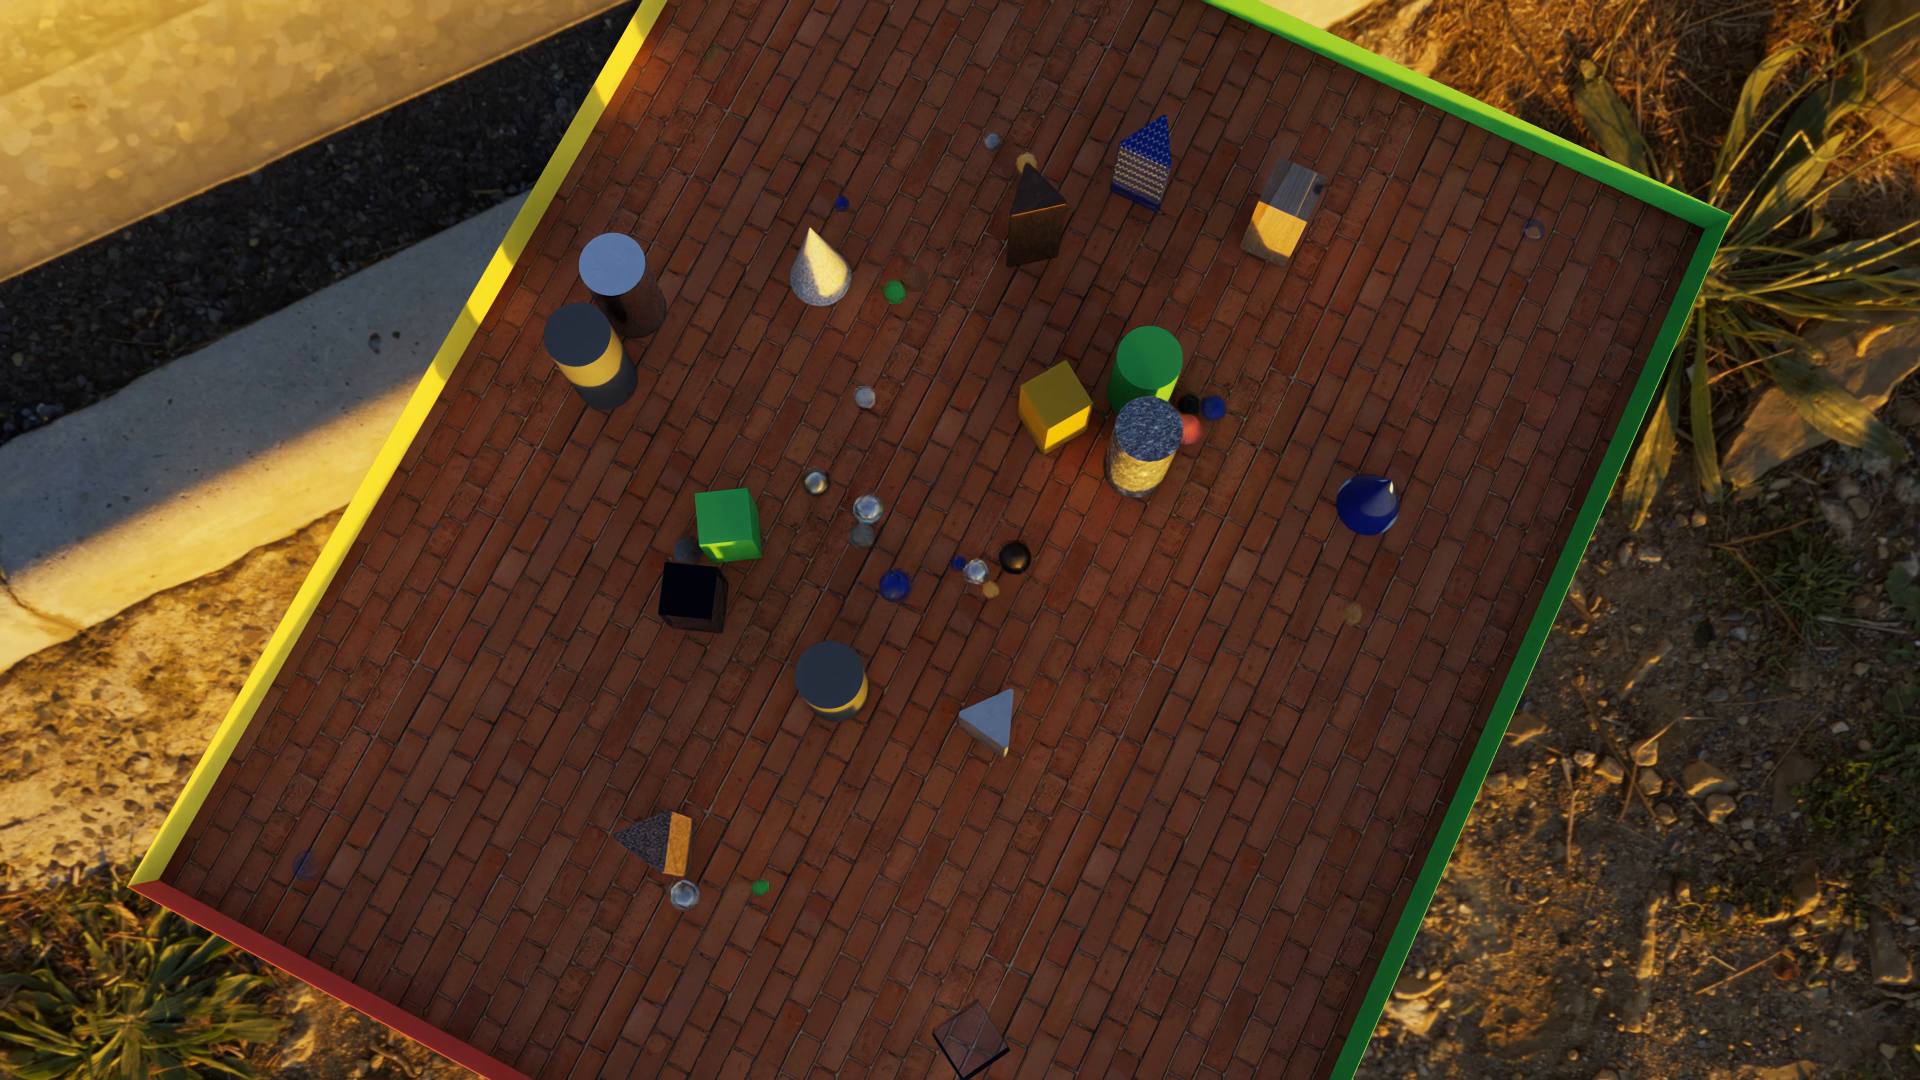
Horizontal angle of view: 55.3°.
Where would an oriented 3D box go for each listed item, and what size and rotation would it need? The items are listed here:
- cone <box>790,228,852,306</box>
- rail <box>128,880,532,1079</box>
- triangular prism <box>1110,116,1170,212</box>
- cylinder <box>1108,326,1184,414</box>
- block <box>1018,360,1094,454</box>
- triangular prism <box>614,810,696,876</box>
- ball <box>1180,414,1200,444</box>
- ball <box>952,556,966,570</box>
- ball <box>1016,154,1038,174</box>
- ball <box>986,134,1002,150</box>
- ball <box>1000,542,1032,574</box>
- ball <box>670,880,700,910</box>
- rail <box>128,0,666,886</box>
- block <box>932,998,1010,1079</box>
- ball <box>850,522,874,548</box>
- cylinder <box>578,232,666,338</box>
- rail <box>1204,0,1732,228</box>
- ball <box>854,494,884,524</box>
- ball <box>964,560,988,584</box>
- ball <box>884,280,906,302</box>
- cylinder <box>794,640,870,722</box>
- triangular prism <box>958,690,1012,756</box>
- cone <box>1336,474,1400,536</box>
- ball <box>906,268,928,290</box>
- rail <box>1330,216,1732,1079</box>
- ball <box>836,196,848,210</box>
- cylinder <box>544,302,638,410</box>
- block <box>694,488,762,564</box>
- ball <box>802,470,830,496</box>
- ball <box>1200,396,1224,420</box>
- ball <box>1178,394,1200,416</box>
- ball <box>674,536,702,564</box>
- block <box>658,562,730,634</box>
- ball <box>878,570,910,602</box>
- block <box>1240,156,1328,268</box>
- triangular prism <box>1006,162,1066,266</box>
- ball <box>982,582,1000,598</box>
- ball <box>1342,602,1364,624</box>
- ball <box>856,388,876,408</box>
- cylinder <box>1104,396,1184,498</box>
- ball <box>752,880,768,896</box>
[{"bbox_3d":[-0.440,-0.874,5.580,0.195,0.425,0.195,0,78,0],"label":"cone"},{"bbox_3d":[-0.880,1.731,5.193,3.378,0.127,0.045,26,80,5],"label":"rail"},{"bbox_3d":[0.587,-1.181,5.681,0.169,0.352,0.146,26,80,5],"label":"triangular prism"},{"bbox_3d":[0.556,-0.497,5.536,0.195,0.359,0.195,0,78,0],"label":"cylinder"},{"bbox_3d":[0.286,-0.397,5.541,0.156,0.308,0.156,-30,80,-6],"label":"block"},{"bbox_3d":[-0.829,0.840,5.202,0.169,0.471,0.146,35,80,7],"label":"triangular prism"},{"bbox_3d":[0.693,-0.341,5.638,0.096,0.096,0.096,0,78,0],"label":"ball"},{"bbox_3d":[-0.002,0.071,5.580,0.043,0.043,0.043,0,78,0],"label":"ball"},{"bbox_3d":[0.211,-1.196,5.829,0.068,0.068,0.068,0,78,0],"label":"ball"},{"bbox_3d":[0.107,-1.271,5.853,0.052,0.052,0.052,0,78,0],"label":"ball"},{"bbox_3d":[0.168,0.055,5.555,0.097,0.097,0.097,0,78,0],"label":"ball"},{"bbox_3d":[-0.805,1.039,5.359,0.084,0.084,0.084,0,78,0],"label":"ball"},{"bbox_3d":[-1.490,-0.723,5.700,0.045,0.127,3.984,26,80,5],"label":"rail"},{"bbox_3d":[0.030,1.413,5.184,0.156,0.274,0.156,-33,80,-6],"label":"block"},{"bbox_3d":[-0.298,-0.013,5.579,0.079,0.079,0.079,0,78,0],"label":"ball"},{"bbox_3d":[-1.020,-0.768,5.569,0.195,0.405,0.195,0,78,0],"label":"cylinder"},{"bbox_3d":[0.880,-1.717,5.906,3.378,0.127,0.045,26,80,5],"label":"rail"},{"bbox_3d":[-0.280,-0.096,5.589,0.092,0.092,0.092,0,78,0],"label":"ball"},{"bbox_3d":[0.048,0.096,5.558,0.076,0.076,0.076,0,78,0],"label":"ball"},{"bbox_3d":[-0.205,-0.780,5.743,0.068,0.068,0.068,0,78,0],"label":"ball"},{"bbox_3d":[-0.371,0.416,5.358,0.195,0.338,0.195,0,78,0],"label":"cylinder"},{"bbox_3d":[0.107,0.513,5.357,0.169,0.300,0.146,35,80,7],"label":"triangular prism"},{"bbox_3d":[1.255,-0.142,5.483,0.195,0.319,0.195,0,78,0],"label":"cone"},{"bbox_3d":[-0.138,-0.818,5.750,0.070,0.070,0.070,0,78,0],"label":"ball"},{"bbox_3d":[1.490,0.736,5.399,0.045,0.127,3.984,26,80,5],"label":"rail"},{"bbox_3d":[-0.375,-1.069,5.816,0.043,0.043,0.043,0,78,0],"label":"ball"},{"bbox_3d":[-1.103,-0.547,5.500,0.195,0.449,0.195,0,78,0],"label":"cylinder"},{"bbox_3d":[-0.690,-0.041,5.481,0.156,0.281,0.156,-6,78,-1],"label":"block"},{"bbox_3d":[-0.439,-0.175,5.609,0.085,0.085,0.085,0,78,0],"label":"ball"},{"bbox_3d":[0.780,-0.409,5.662,0.076,0.076,0.076,0,78,0],"label":"ball"},{"bbox_3d":[0.708,-0.417,5.667,0.069,0.069,0.069,0,78,0],"label":"ball"},{"bbox_3d":[-0.826,0.033,5.565,0.088,0.088,0.088,0,78,0],"label":"ball"},{"bbox_3d":[-0.789,0.174,5.446,0.156,0.264,0.156,6,78,1],"label":"block"},{"bbox_3d":[-0.198,0.139,5.538,0.097,0.097,0.097,0,78,0],"label":"ball"},{"bbox_3d":[0.989,-1.002,5.627,0.156,0.386,0.156,25,79,5],"label":"block"},{"bbox_3d":[0.214,-0.996,5.597,0.169,0.443,0.146,-13,79,-3],"label":"triangular prism"},{"bbox_3d":[0.093,0.150,5.560,0.051,0.051,0.051,0,78,0],"label":"ball"},{"bbox_3d":[1.189,0.220,5.539,0.063,0.063,0.063,0,78,0],"label":"ball"},{"bbox_3d":[-0.293,-0.439,5.675,0.064,0.064,0.064,0,78,0],"label":"ball"},{"bbox_3d":[0.539,-0.271,5.444,0.195,0.449,0.195,0,78,0],"label":"cylinder"},{"bbox_3d":[-0.589,1.021,5.382,0.046,0.046,0.046,0,78,0],"label":"ball"}]
